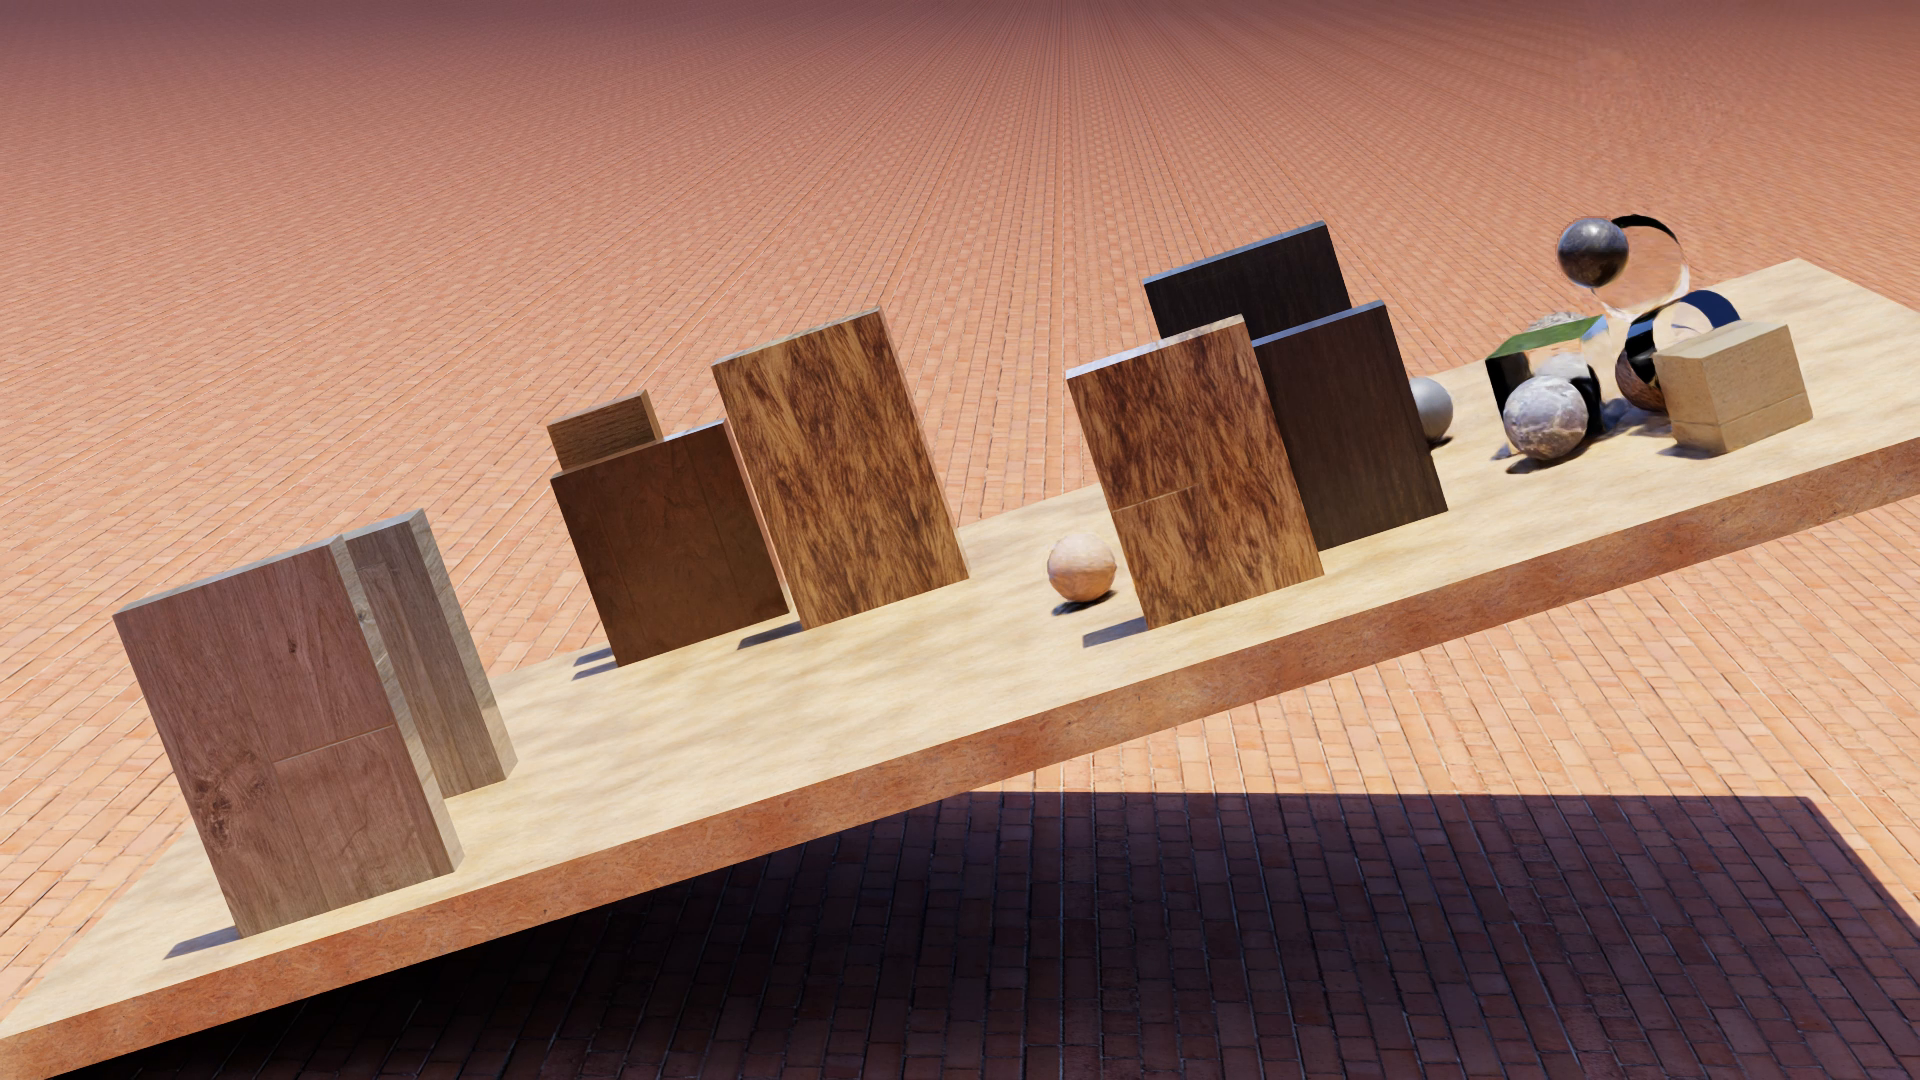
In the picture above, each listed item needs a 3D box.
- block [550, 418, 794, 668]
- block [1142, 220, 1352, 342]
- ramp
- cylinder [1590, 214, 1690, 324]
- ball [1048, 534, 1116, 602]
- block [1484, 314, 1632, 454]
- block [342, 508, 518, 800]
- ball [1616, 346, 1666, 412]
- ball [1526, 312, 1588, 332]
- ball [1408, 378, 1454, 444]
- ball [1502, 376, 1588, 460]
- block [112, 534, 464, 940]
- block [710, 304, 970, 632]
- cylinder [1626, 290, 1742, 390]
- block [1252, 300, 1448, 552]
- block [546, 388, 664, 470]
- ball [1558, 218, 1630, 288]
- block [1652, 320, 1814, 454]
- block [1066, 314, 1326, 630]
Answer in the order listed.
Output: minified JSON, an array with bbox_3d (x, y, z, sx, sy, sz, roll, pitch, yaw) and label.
[{"bbox_3d":[-0.681,0.007,6.968,0.433,0.479,0.084,-18,11,6],"label":"block"},{"bbox_3d":[0.672,-0.367,6.363,0.408,0.539,0.099,-18,11,6],"label":"block"},{"bbox_3d":[0.105,0.181,6.307,4.000,0.100,2.000,-18,11,6],"label":"ramp"},{"bbox_3d":[1.389,-0.552,6.032,0.196,0.196,0.196,4,-3,19],"label":"cylinder"},{"bbox_3d":[0.249,0.057,6.028,0.142,0.142,0.142,0,12,0],"label":"ball"},{"bbox_3d":[1.234,-0.322,6.066,0.205,0.205,0.205,-13,12,30],"label":"block"},{"bbox_3d":[-1.245,0.281,6.257,0.411,0.589,0.141,-18,11,6],"label":"block"},{"bbox_3d":[1.411,-0.341,5.968,0.159,0.159,0.159,0,12,0],"label":"ball"},{"bbox_3d":[1.289,-0.382,6.268,0.209,0.209,0.209,0,12,0],"label":"ball"},{"bbox_3d":[0.998,-0.280,6.401,0.149,0.149,0.149,0,12,0],"label":"ball"},{"bbox_3d":[1.173,-0.245,5.892,0.168,0.168,0.168,0,12,0],"label":"ball"},{"bbox_3d":[-1.275,0.377,5.604,0.440,0.671,0.099,-18,11,6],"label":"block"},{"bbox_3d":[-0.266,-0.162,6.667,0.397,0.641,0.111,-18,11,6],"label":"block"},{"bbox_3d":[1.426,-0.393,5.789,0.164,0.164,0.164,-4,-8,-20],"label":"cylinder"},{"bbox_3d":[0.697,-0.202,5.788,0.410,0.429,0.083,-18,11,6],"label":"block"},{"bbox_3d":[-0.783,-0.048,7.134,0.240,0.584,0.105,-18,11,6],"label":"block"},{"bbox_3d":[1.267,-0.574,5.881,0.142,0.142,0.142,0,12,0],"label":"ball"},{"bbox_3d":[1.462,-0.291,5.569,0.189,0.189,0.189,-21,11,-12],"label":"block"},{"bbox_3d":[0.449,-0.129,5.621,0.351,0.512,0.110,-18,11,6],"label":"block"}]
